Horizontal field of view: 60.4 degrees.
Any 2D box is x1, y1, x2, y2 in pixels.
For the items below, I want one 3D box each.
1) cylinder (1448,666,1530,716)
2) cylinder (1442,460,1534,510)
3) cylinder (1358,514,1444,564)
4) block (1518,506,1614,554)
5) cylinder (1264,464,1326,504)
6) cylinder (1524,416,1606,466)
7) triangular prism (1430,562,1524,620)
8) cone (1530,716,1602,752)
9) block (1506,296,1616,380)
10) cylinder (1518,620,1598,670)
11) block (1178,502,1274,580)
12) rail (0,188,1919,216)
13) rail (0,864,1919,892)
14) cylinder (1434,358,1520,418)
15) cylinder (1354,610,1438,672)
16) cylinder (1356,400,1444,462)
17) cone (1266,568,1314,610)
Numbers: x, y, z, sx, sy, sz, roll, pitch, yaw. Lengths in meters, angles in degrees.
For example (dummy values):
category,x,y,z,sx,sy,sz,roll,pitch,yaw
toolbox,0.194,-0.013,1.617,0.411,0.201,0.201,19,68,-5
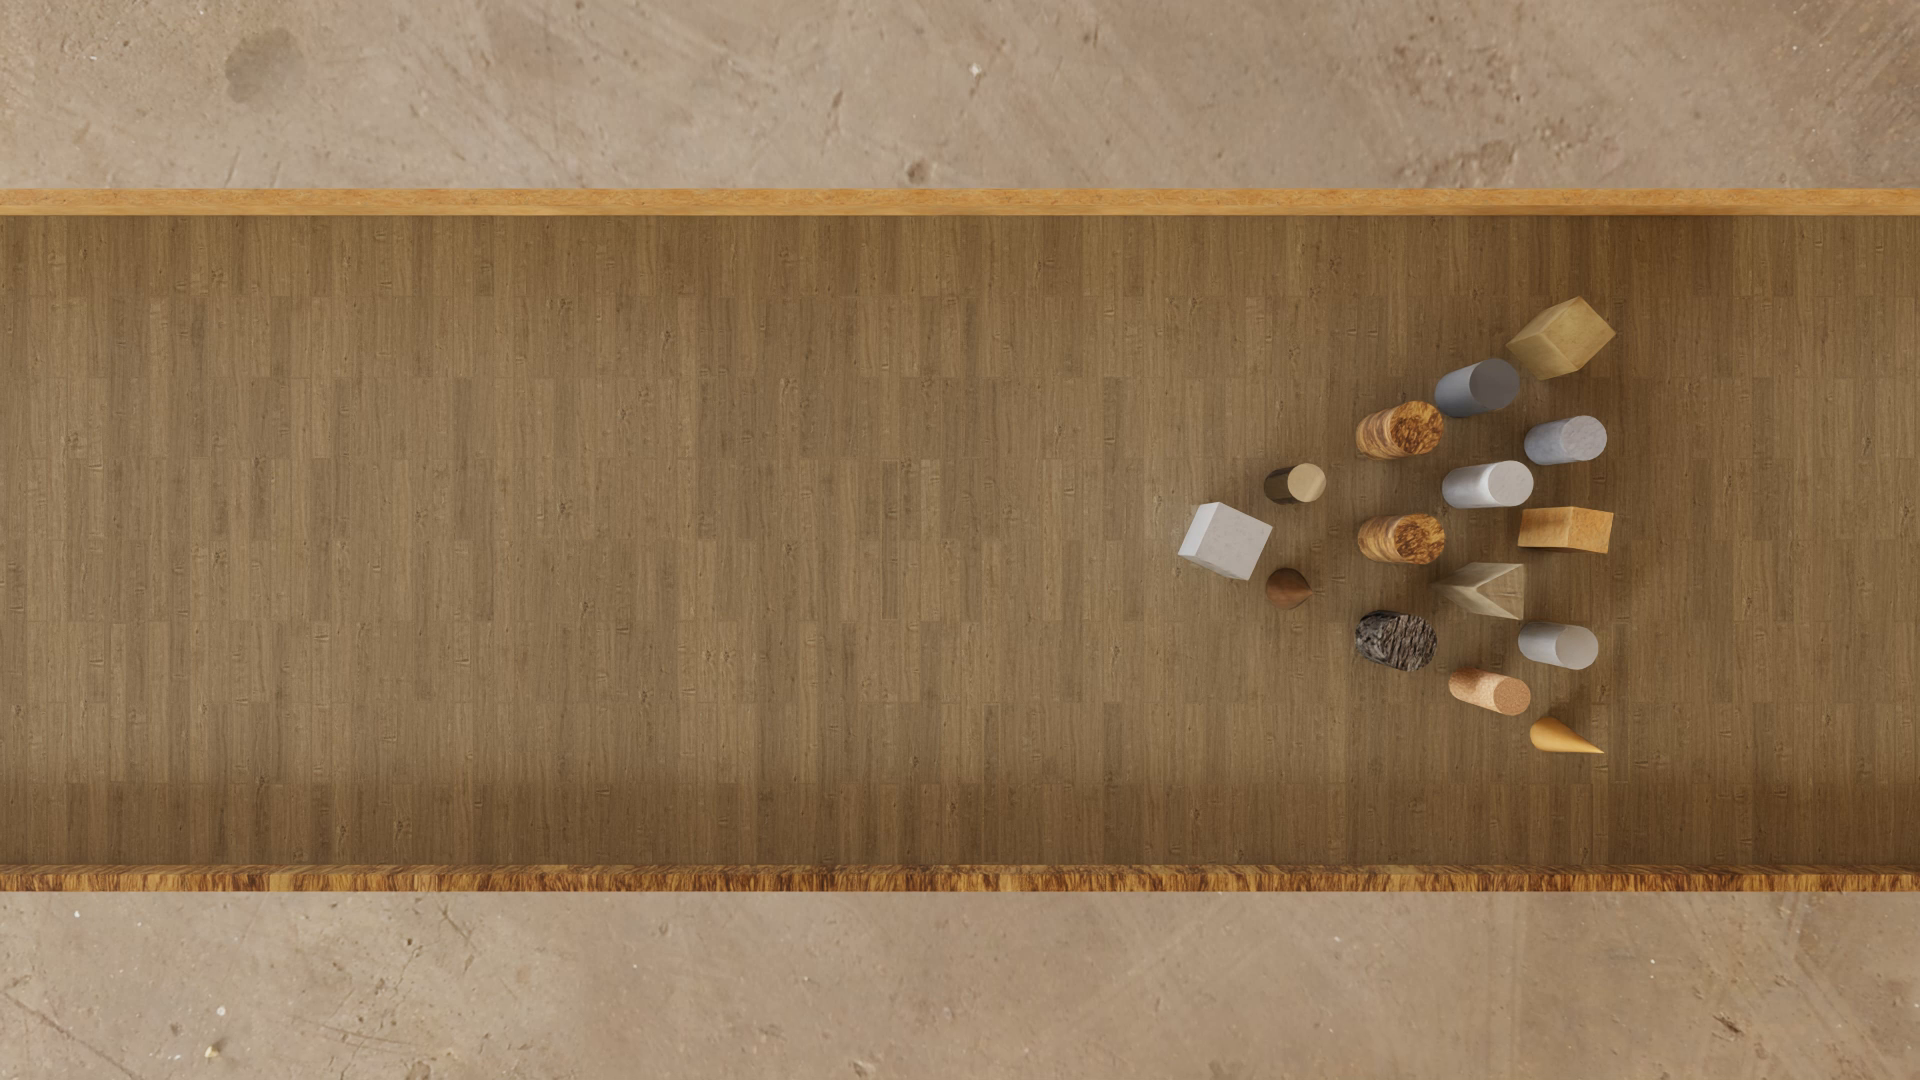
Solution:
category,x,y,z,sx,sy,sz,roll,pitch,yaw
cylinder,1.558,0.442,4.866,0.106,0.422,0.106,0,90,0
cylinder,1.547,-0.159,4.856,0.129,0.441,0.129,0,90,0
cylinder,1.295,-0.003,4.862,0.144,0.429,0.144,0,90,0
block,1.782,-0.028,4.870,0.116,0.412,0.116,9,90,0
cylinder,0.989,-0.164,4.890,0.110,0.372,0.110,0,90,0
cylinder,1.801,-0.294,4.917,0.130,0.318,0.130,0,90,0
triangular prism,1.546,0.125,4.849,0.153,0.455,0.133,33,90,0
cone,1.810,0.598,4.852,0.109,0.448,0.109,0,90,0
block,1.786,-0.597,4.916,0.152,0.322,0.152,-44,90,0
cylinder,1.781,0.311,4.919,0.126,0.315,0.126,0,90,0
block,0.781,0.004,4.889,0.169,0.376,0.169,25,90,0
rail,-2.247,-1.025,5.002,12.000,0.150,0.050,0,90,0
rail,-2.247,1.025,5.001,12.000,0.150,0.050,0,90,0
cylinder,1.534,-0.448,4.904,0.145,0.345,0.145,0,90,0
cylinder,1.297,0.298,4.922,0.165,0.309,0.165,0,90,0
cylinder,1.292,-0.318,4.871,0.152,0.410,0.152,0,90,0
cone,1.005,0.150,4.879,0.130,0.395,0.130,0,90,0
